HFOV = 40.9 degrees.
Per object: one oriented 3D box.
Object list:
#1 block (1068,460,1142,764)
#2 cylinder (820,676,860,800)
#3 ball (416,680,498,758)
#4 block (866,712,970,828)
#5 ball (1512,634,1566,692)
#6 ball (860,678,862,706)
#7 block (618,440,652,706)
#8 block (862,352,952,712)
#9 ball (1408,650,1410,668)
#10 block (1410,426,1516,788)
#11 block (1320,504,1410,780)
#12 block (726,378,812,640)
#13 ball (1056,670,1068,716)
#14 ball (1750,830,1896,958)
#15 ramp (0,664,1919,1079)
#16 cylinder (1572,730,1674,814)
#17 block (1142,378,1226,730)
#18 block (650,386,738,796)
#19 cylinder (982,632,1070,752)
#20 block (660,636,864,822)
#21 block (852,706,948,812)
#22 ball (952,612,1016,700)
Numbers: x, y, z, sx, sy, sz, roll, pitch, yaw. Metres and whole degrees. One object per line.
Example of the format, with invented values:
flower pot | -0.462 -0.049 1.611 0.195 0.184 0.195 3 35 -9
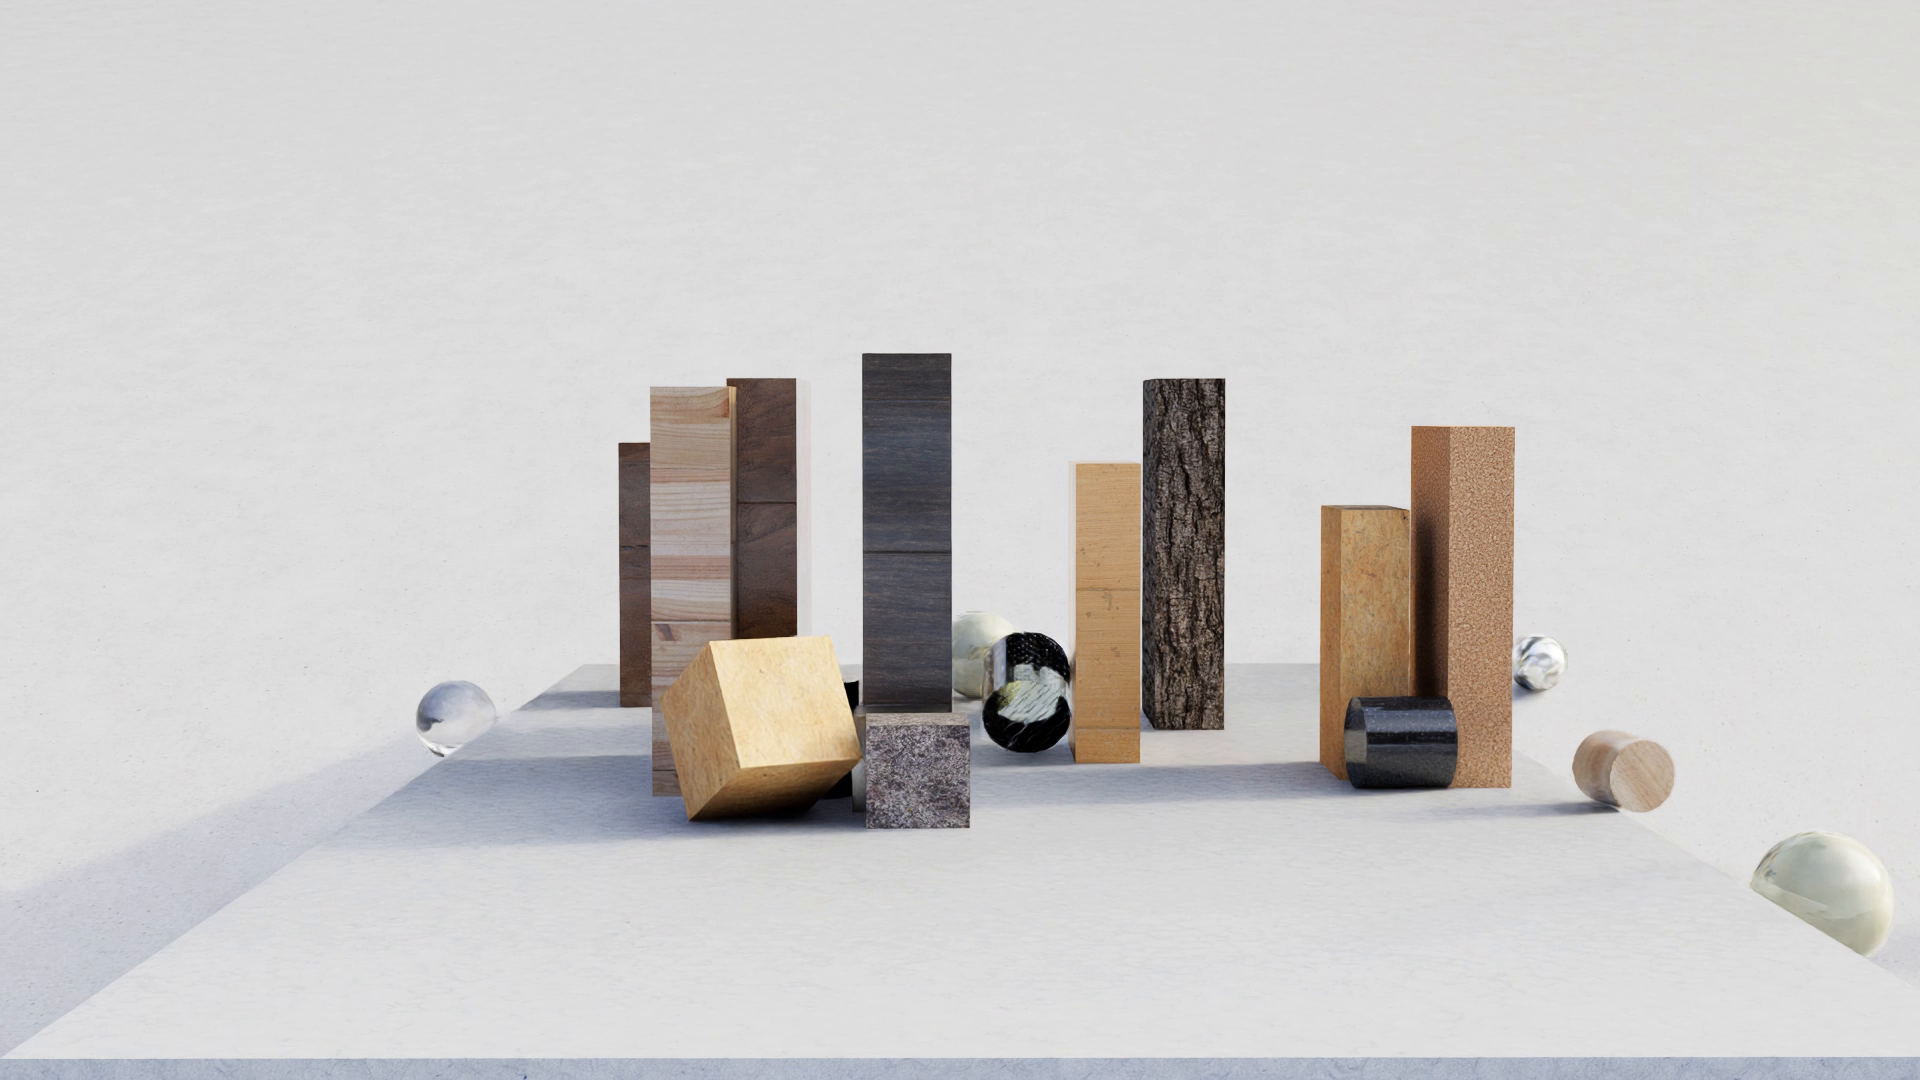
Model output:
block | 0.268 0.126 4.806 0.118 0.543 0.308 0 3 0
cylinder | -0.264 0.328 4.307 0.190 0.190 0.190 0 3 0
ball | -1.111 0.397 5.671 0.177 0.177 0.177 0 22 0
block | -0.067 0.358 4.007 0.159 0.159 0.159 0 3 -2
ball | 1.478 0.315 6.582 0.146 0.146 0.146 0 22 0
ball | -0.160 0.319 5.247 0.114 0.114 0.114 0 22 0
block | -0.691 0.067 5.730 0.090 0.572 0.356 0 3 0
block | -0.087 0.051 4.415 0.147 0.733 0.377 0 3 0
ball | 1.073 0.255 6.352 0.137 0.137 0.137 0 22 0
block | 0.879 0.105 4.526 0.109 0.611 0.372 0 3 0
block | 0.715 0.176 4.557 0.118 0.468 0.248 0 3 0
block | -0.338 0.061 4.610 0.119 0.694 0.445 0 3 0
ball | 0.255 0.315 5.289 0.119 0.119 0.119 0 22 0
ball | 1.219 0.510 3.638 0.196 0.196 0.196 0 22 0
ramp | 0.051 0.462 4.533 2.000 0.100 4.000 0 3 0
cylinder | 1.070 0.373 4.148 0.117 0.117 0.117 -7 6 -16
block | 0.460 0.020 5.320 0.139 0.704 0.361 0 3 0
block | -0.445 0.077 4.441 0.131 0.679 0.391 0 3 0
cylinder | 0.125 0.285 4.834 0.164 0.164 0.164 0 31 1
block | -0.313 0.294 4.017 0.210 0.210 0.210 -2 63 -32
block | -0.095 0.353 4.164 0.153 0.153 0.153 0 3 0
ball | 0.044 0.256 5.716 0.194 0.194 0.194 0 22 0
